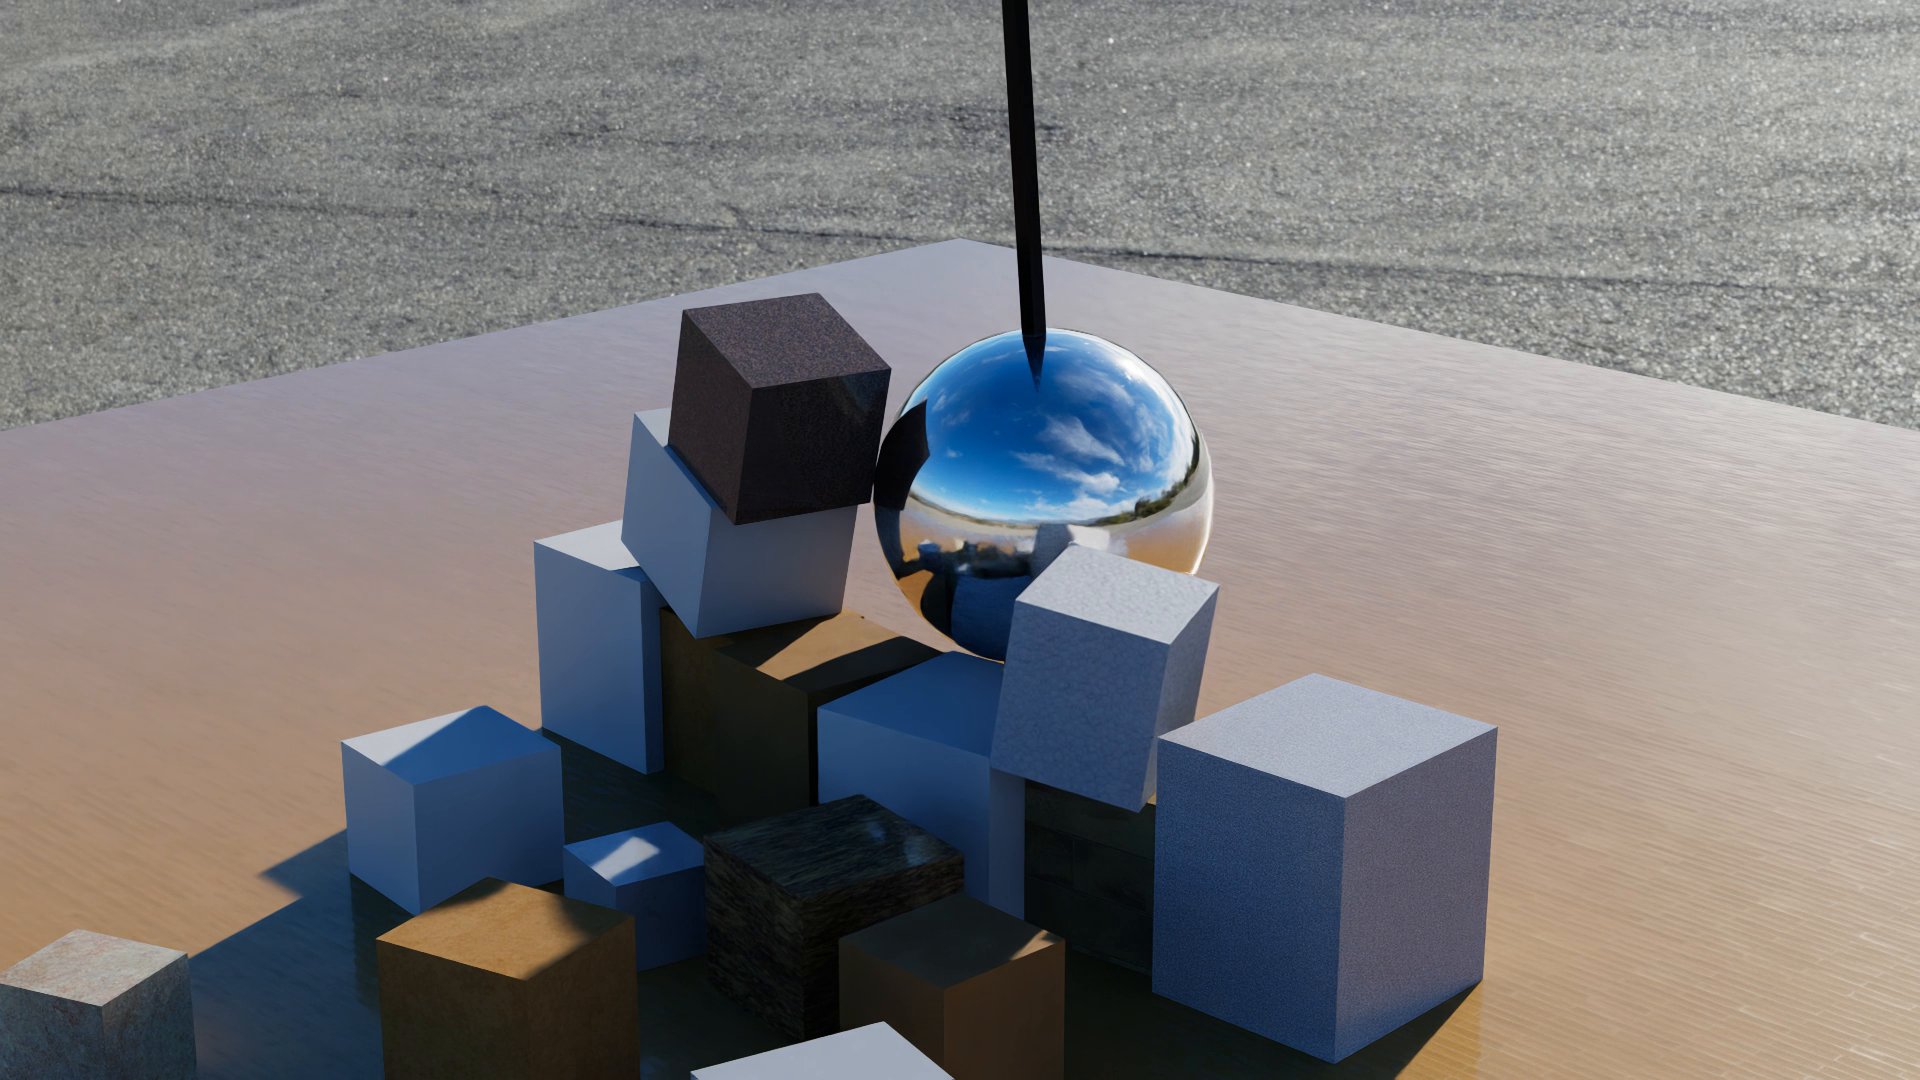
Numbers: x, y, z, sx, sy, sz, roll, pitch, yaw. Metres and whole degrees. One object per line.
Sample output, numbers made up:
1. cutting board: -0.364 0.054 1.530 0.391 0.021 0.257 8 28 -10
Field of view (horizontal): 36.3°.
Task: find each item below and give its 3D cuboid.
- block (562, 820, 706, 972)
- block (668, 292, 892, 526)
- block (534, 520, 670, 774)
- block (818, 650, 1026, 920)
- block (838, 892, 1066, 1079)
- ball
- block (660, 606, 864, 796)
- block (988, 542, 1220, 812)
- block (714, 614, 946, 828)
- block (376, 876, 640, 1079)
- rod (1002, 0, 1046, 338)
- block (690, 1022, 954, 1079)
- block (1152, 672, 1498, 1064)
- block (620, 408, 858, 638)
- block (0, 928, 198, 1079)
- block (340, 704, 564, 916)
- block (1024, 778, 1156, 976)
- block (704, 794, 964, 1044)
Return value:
1. block: -1.371 1.549 12.720 0.516 0.417 0.514 -11 21 -31
2. block: -0.856 -0.623 13.735 0.714 0.734 0.741 -10 37 -29
3. block: -1.511 0.490 15.098 0.970 1.012 0.907 -15 23 -40
4. block: 0.044 1.147 13.193 0.965 0.901 0.963 13 22 36
5. block: -0.031 1.848 11.358 0.634 0.664 0.596 -16 23 -41
6. ball: 0.391 -0.194 13.691 1.600 1.600 1.600 0 17 0
7. block: -0.974 0.760 14.501 0.709 0.855 0.734 -14 22 -37
8. block: 0.612 0.571 12.393 0.672 0.782 0.711 16 25 16
9. block: -0.605 0.945 13.867 0.817 0.882 0.755 -14 22 -37
10. block: -1.717 1.834 11.213 0.712 0.777 0.661 10 20 29
11. rod: 0.169 -3.357 12.464 0.080 5.200 0.080 17 29 42
12. block: -0.385 2.235 9.854 0.743 0.827 0.805 -10 20 -29
13. block: 1.511 1.333 12.194 0.944 1.145 1.054 16 23 41
14. block: -1.080 -0.132 14.290 0.788 0.743 0.890 -10 37 -29
15. block: -3.359 1.903 11.387 0.540 0.542 0.508 8 19 23
16. block: -2.305 1.228 13.362 0.746 0.644 0.676 -13 22 -36
17. block: 0.825 1.334 12.791 0.783 0.786 0.759 14 22 37
18. block: -0.525 1.576 12.196 0.779 0.679 0.774 -12 21 -33
